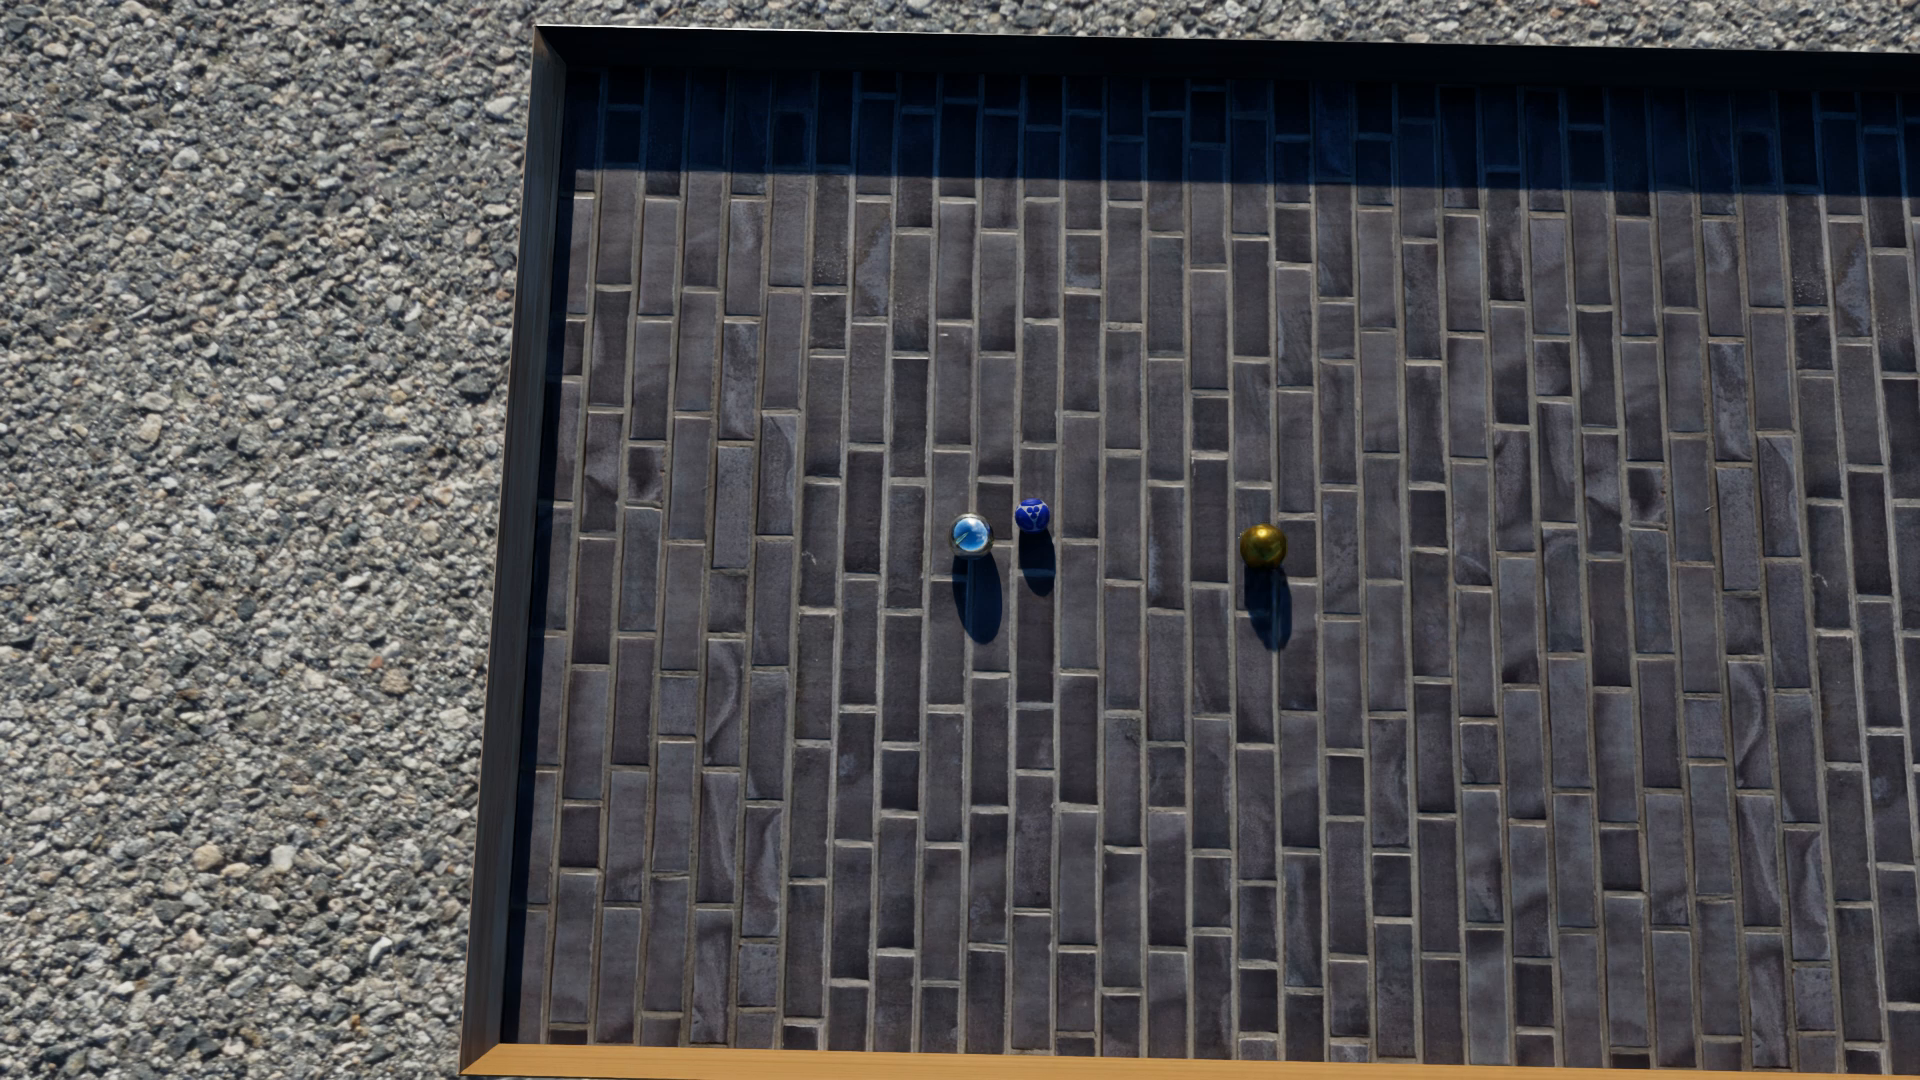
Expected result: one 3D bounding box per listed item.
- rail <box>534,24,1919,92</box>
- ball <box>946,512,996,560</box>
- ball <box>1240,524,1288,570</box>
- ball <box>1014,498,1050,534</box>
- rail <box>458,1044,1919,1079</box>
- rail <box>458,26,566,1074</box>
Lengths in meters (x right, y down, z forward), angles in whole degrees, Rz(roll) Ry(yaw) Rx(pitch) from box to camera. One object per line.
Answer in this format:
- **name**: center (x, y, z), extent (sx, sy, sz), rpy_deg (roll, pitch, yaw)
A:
- **rail**: center (0.704, -0.747, 3.487), extent (2.749, 0.095, 0.045), rpy_deg (1, 77, 0)
- **ball**: center (0.016, -0.006, 3.324), extent (0.073, 0.073, 0.073), rpy_deg (0, 77, 0)
- **ball**: center (0.458, 0.011, 3.321), extent (0.071, 0.071, 0.071), rpy_deg (0, 77, 0)
- **ball**: center (0.110, -0.036, 3.340), extent (0.055, 0.055, 0.055), rpy_deg (0, 77, 0)
- **rail**: center (0.670, 0.769, 3.127), extent (2.749, 0.095, 0.045), rpy_deg (1, 77, 0)
- **rail**: center (-0.663, -0.018, 3.314), extent (0.045, 0.095, 1.605), rpy_deg (1, 77, 0)
